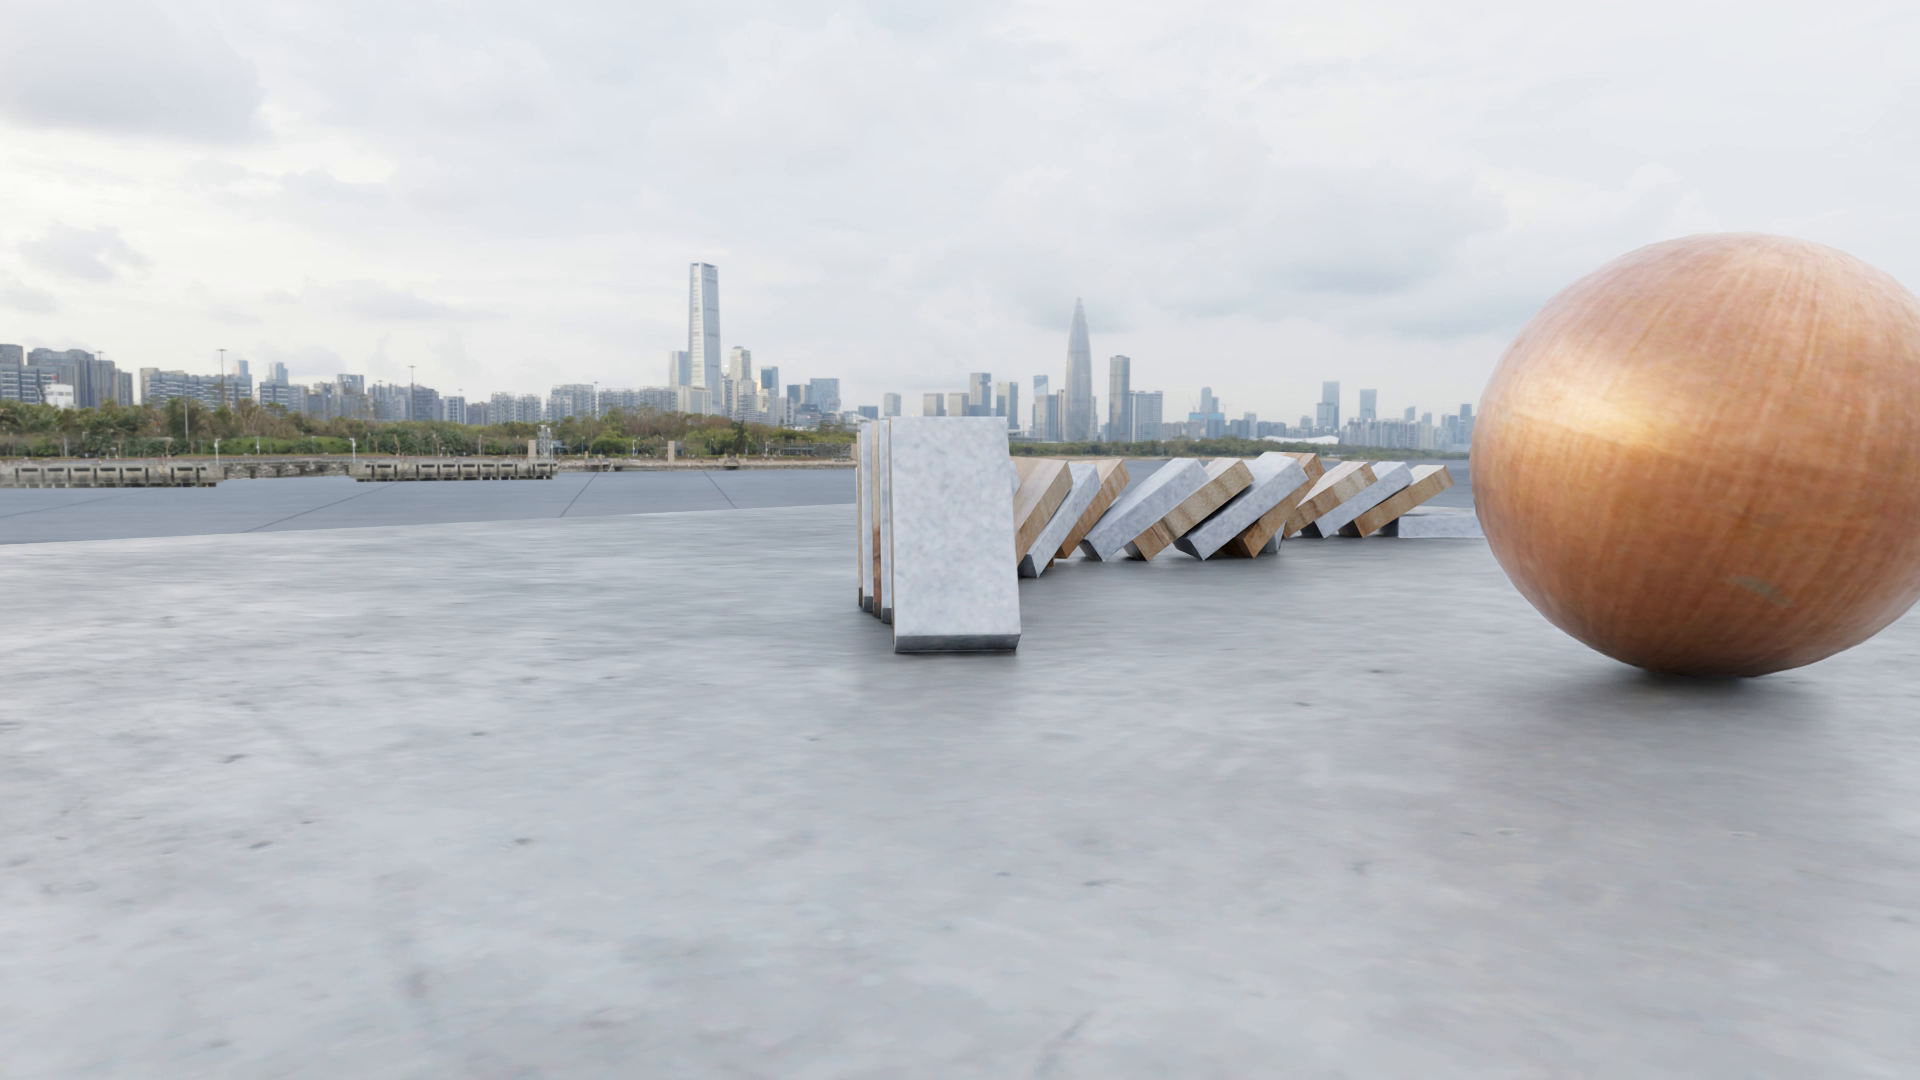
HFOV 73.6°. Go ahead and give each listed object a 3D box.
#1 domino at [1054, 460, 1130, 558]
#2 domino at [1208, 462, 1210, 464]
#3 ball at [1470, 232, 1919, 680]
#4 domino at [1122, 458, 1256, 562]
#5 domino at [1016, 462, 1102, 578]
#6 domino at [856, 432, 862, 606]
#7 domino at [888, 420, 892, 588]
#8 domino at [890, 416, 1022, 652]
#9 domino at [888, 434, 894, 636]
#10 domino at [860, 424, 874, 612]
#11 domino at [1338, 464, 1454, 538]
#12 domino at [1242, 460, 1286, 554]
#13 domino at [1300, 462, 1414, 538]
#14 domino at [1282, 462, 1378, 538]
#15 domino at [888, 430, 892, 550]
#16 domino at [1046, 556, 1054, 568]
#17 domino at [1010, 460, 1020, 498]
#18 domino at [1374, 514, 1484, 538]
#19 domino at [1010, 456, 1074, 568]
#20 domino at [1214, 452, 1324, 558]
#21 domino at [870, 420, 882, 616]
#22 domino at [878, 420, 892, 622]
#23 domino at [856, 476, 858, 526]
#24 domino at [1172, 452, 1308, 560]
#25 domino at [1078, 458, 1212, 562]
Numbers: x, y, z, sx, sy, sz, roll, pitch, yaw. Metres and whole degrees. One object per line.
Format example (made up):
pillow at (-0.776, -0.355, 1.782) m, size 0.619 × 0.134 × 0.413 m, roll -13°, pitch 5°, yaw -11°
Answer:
domino at (0.041, -0.012, 0.485) m, size 0.025 × 0.010 × 0.050 m, roll 1°, pitch 38°, yaw 42°
domino at (0.123, -0.017, 0.560) m, size 0.025 × 0.010 × 0.050 m, roll 1°, pitch 36°, yaw 5°
ball at (0.135, -0.015, 0.233) m, size 0.080 × 0.080 × 0.080 m, roll 0°, pitch 4°, yaw 0°
domino at (0.083, -0.012, 0.479) m, size 0.050 × 0.009 × 0.025 m, roll -37°, pitch 9°, yaw -4°
domino at (0.025, -0.008, 0.428) m, size 0.025 × 0.009 × 0.050 m, roll 6°, pitch 40°, yaw 32°
domino at (-0.015, -0.006, 0.348) m, size 0.025 × 0.050 × 0.010 m, roll 0°, pitch -32°, yaw -5°
domino at (-0.004, -0.004, 0.302) m, size 0.025 × 0.050 × 0.009 m, roll 0°, pitch -25°, yaw -5°
domino at (-0.002, -0.002, 0.270) m, size 0.025 × 0.050 × 0.009 m, roll 0°, pitch -25°, yaw -5°
domino at (-0.002, -0.003, 0.281) m, size 0.025 × 0.050 × 0.009 m, roll 0°, pitch -25°, yaw -5°
domino at (-0.013, -0.007, 0.335) m, size 0.025 × 0.050 × 0.010 m, roll 0°, pitch -26°, yaw -5°
domino at (0.200, -0.018, 0.594) m, size 0.050 × 0.010 × 0.025 m, roll -30°, pitch 7°, yaw -5°
domino at (0.120, -0.014, 0.520) m, size 0.025 × 0.009 × 0.050 m, roll 2°, pitch 38°, yaw 24°
domino at (0.181, -0.019, 0.592) m, size 0.050 × 0.009 × 0.025 m, roll -32°, pitch 8°, yaw -4°
domino at (0.163, -0.019, 0.589) m, size 0.050 × 0.010 × 0.025 m, roll -32°, pitch 8°, yaw -4°
domino at (-0.003, -0.003, 0.292) m, size 0.025 × 0.050 × 0.009 m, roll 0°, pitch -25°, yaw -5°
domino at (0.021, -0.009, 0.450) m, size 0.025 × 0.009 × 0.050 m, roll -2°, pitch 37°, yaw 9°
domino at (-0.001, -0.006, 0.403) m, size 0.025 × 0.010 × 0.050 m, roll 2°, pitch 41°, yaw 25°
domino at (0.222, -0.007, 0.597) m, size 0.050 × 0.010 × 0.025 m, roll -1°, pitch 4°, yaw -7°
domino at (0.014, -0.008, 0.414) m, size 0.025 × 0.009 × 0.050 m, roll 7°, pitch 43°, yaw 32°
domino at (0.116, -0.014, 0.495) m, size 0.050 × 0.010 × 0.025 m, roll -46°, pitch 28°, yaw -23°
domino at (-0.010, -0.006, 0.324) m, size 0.025 × 0.050 × 0.010 m, roll 0°, pitch -25°, yaw -5°
domino at (-0.007, -0.005, 0.313) m, size 0.025 × 0.050 × 0.009 m, roll 0°, pitch -25°, yaw -5°
domino at (-0.017, -0.003, 0.367) m, size 0.025 × 0.009 × 0.050 m, roll -1°, pitch 38°, yaw -5°
domino at (0.103, -0.013, 0.481) m, size 0.050 × 0.009 × 0.025 m, roll -37°, pitch 16°, yaw -5°
domino at (0.067, -0.012, 0.478) m, size 0.050 × 0.010 × 0.025 m, roll -37°, pitch 9°, yaw -5°
